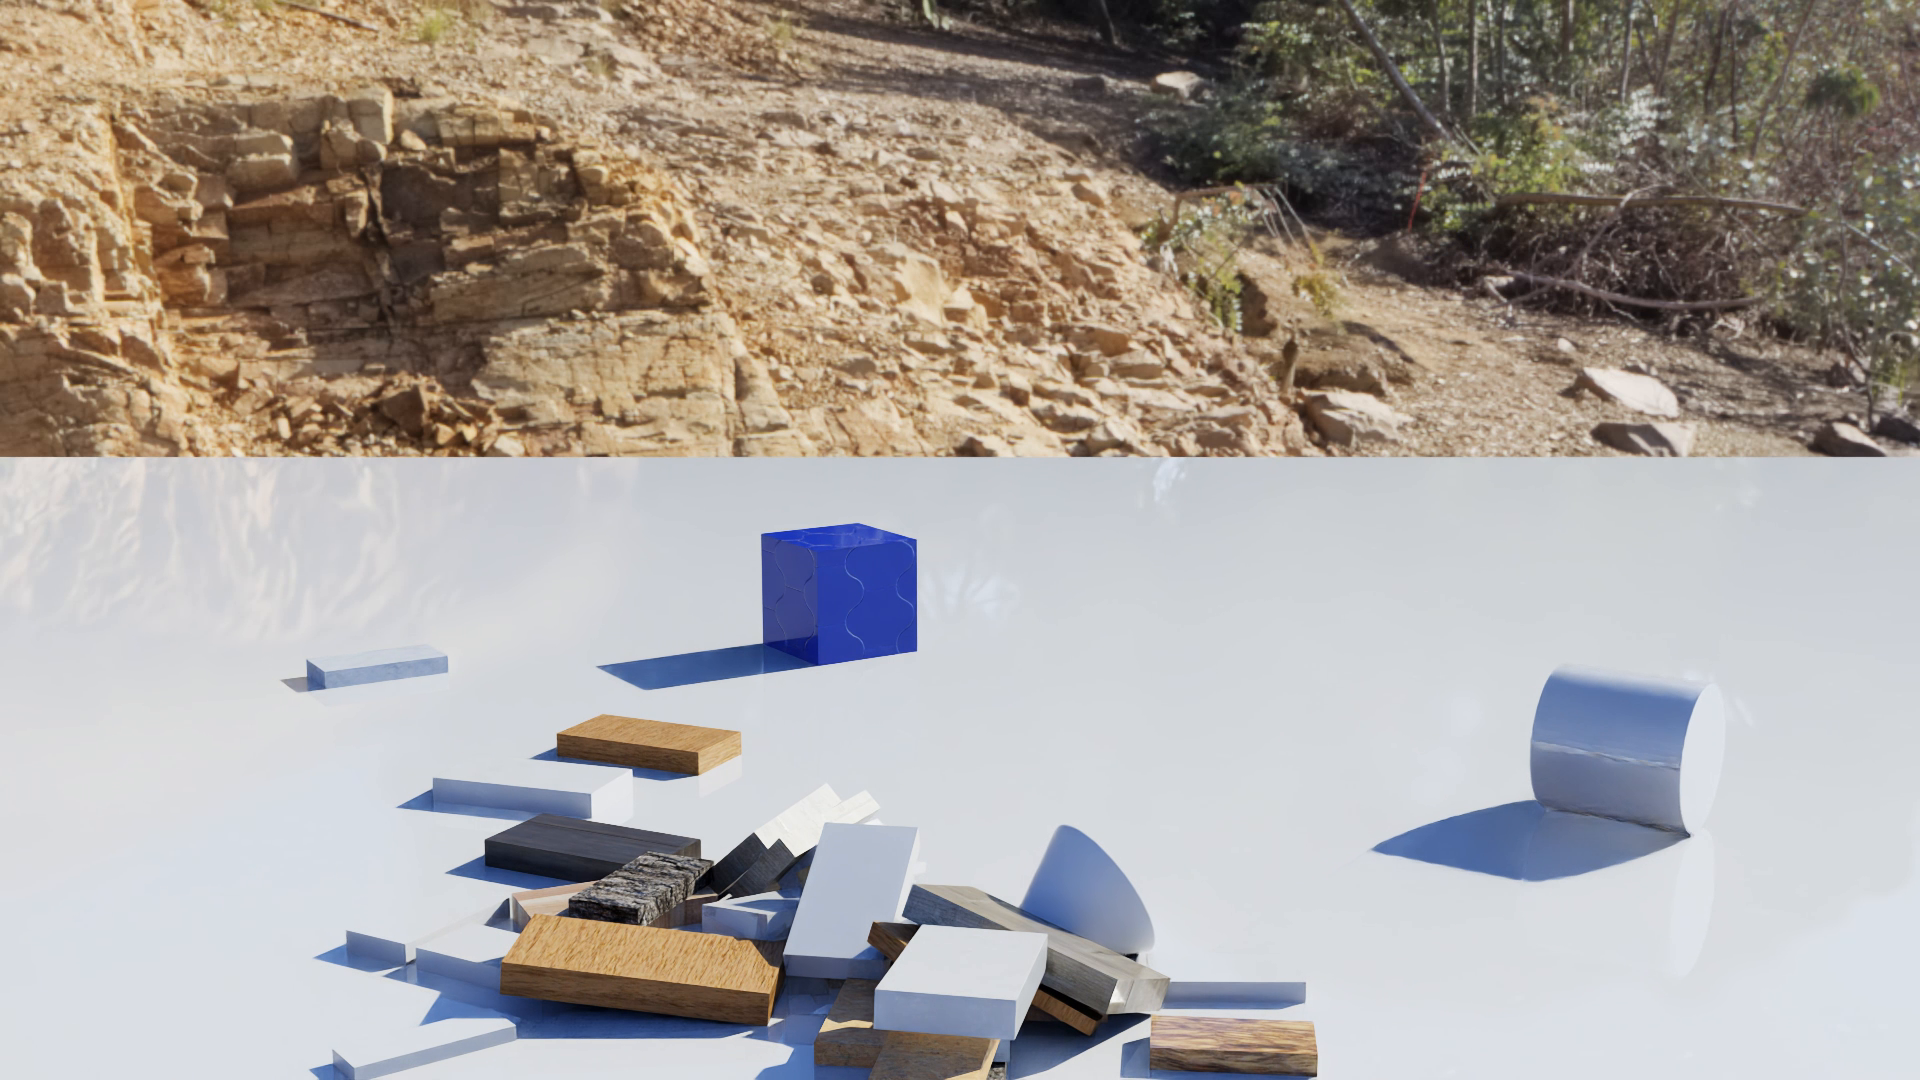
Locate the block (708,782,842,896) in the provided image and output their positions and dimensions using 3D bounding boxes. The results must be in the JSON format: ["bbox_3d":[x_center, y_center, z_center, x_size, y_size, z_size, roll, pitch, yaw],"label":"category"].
[{"bbox_3d":[-0.322,0.511,3.744,0.145,0.041,0.291,-41,-6,22],"label":"block"}]

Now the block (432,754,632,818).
[{"bbox_3d":[-0.814,0.468,4.196,0.335,0.047,0.167,3,11,18],"label":"block"}]

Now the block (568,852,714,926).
[{"bbox_3d":[-0.506,0.558,3.512,0.123,0.035,0.247,4,11,22],"label":"block"}]

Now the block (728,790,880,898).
[{"bbox_3d":[-0.258,0.518,3.691,0.041,0.145,0.291,48,26,11],"label":"block"}]

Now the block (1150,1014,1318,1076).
[{"bbox_3d":[0.375,0.694,3.021,0.225,0.032,0.112,1,11,6],"label":"block"}]

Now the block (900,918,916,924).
[{"bbox_3d":[-0.089,0.597,3.295,0.107,0.015,0.054,-28,26,1],"label":"block"}]

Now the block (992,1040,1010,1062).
[{"bbox_3d":[0.003,0.667,2.987,0.130,0.037,0.259,0,-3,2],"label":"block"}]

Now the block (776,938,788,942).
[{"bbox_3d":[-0.216,0.628,3.375,0.230,0.033,0.115,-1,11,-7],"label":"block"}]

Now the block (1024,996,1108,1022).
[{"bbox_3d":[0.136,0.670,3.179,0.157,0.022,0.078,1,11,4],"label":"block"}]

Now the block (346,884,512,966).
[{"bbox_3d":[-0.837,0.607,3.483,0.123,0.035,0.247,6,12,29],"label":"block"}]

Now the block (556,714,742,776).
[{"bbox_3d":[-0.633,0.415,4.480,0.335,0.047,0.167,5,12,24],"label":"block"}]

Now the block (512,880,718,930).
[{"bbox_3d":[-0.556,0.591,3.546,0.299,0.042,0.149,-5,12,-25],"label":"block"}]

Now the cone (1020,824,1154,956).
[{"bbox_3d":[0.130,0.597,3.343,0.235,0.235,0.235,-34,24,-21],"label":"cone"}]

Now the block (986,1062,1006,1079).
[{"bbox_3d":[-0.008,0.702,2.836,0.130,0.037,0.259,0,0,3],"label":"block"}]

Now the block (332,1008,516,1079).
[{"bbox_3d":[-0.738,0.696,3.035,0.235,0.022,0.078,-8,13,-36],"label":"block"}]

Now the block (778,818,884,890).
[{"bbox_3d":[-0.211,0.530,3.682,0.030,0.104,0.209,50,23,14],"label":"block"}]

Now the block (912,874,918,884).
[{"bbox_3d":[-0.129,0.548,3.561,0.061,0.017,0.121,0,-6,33],"label":"block"}]

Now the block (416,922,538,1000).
[{"bbox_3d":[-0.687,0.636,3.326,0.247,0.035,0.123,6,12,30],"label":"block"}]

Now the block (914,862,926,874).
[{"bbox_3d":[-0.104,0.535,3.589,0.061,0.017,0.122,2,-5,18],"label":"block"}]

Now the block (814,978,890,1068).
[{"bbox_3d":[-0.125,0.679,3.098,0.115,0.033,0.230,1,11,8],"label":"block"}]

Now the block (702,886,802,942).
[{"bbox_3d":[-0.242,0.581,3.456,0.149,0.042,0.299,-1,0,43],"label":"block"}]

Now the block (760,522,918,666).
[{"bbox_3d":[-0.297,0.128,5.394,0.278,0.278,0.278,-7,13,-33],"label":"block"}]

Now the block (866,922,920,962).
[{"bbox_3d":[-0.012,0.602,3.217,0.225,0.032,0.113,12,8,-39],"label":"block"}]

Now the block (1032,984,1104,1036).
[{"bbox_3d":[0.123,0.644,3.090,0.157,0.022,0.078,27,-1,13],"label":"block"}]

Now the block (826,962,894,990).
[{"bbox_3d":[-0.147,0.652,3.295,0.107,0.015,0.054,-2,11,-13],"label":"block"}]

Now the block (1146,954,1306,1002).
[{"bbox_3d":[0.393,0.649,3.263,0.225,0.032,0.112,0,11,1],"label":"block"}]

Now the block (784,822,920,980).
[{"bbox_3d":[-0.161,0.544,3.333,0.149,0.042,0.299,2,33,9],"label":"block"}]

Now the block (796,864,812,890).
[{"bbox_3d":[-0.165,0.520,3.584,0.104,0.030,0.209,-31,-14,27],"label":"block"}]

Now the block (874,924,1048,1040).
[{"bbox_3d":[0.007,0.579,2.900,0.177,0.050,0.355,3,4,8],"label":"block"}]

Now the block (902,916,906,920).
[{"bbox_3d":[-0.031,0.622,3.316,0.104,0.030,0.209,9,10,-28],"label":"block"}]

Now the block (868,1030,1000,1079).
[{"bbox_3d":[-0.036,0.658,2.727,0.130,0.037,0.259,3,16,11],"label":"block"}]

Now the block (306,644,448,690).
[{"bbox_3d":[-1.363,0.295,5.146,0.291,0.041,0.145,-7,12,-32],"label":"block"}]

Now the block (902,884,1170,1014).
[{"bbox_3d":[0.109,0.589,3.183,0.355,0.050,0.177,20,1,31],"label":"block"}]

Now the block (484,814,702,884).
[{"bbox_3d":[-0.635,0.541,3.804,0.335,0.047,0.167,5,12,26],"label":"block"}]

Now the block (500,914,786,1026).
[{"bbox_3d":[-0.457,0.626,3.216,0.387,0.050,0.177,6,13,3],"label":"block"}]

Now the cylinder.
[{"bbox_3d":[1.229,0.381,4.046,0.272,0.272,0.272,7,13,34],"label":"cylinder"}]
